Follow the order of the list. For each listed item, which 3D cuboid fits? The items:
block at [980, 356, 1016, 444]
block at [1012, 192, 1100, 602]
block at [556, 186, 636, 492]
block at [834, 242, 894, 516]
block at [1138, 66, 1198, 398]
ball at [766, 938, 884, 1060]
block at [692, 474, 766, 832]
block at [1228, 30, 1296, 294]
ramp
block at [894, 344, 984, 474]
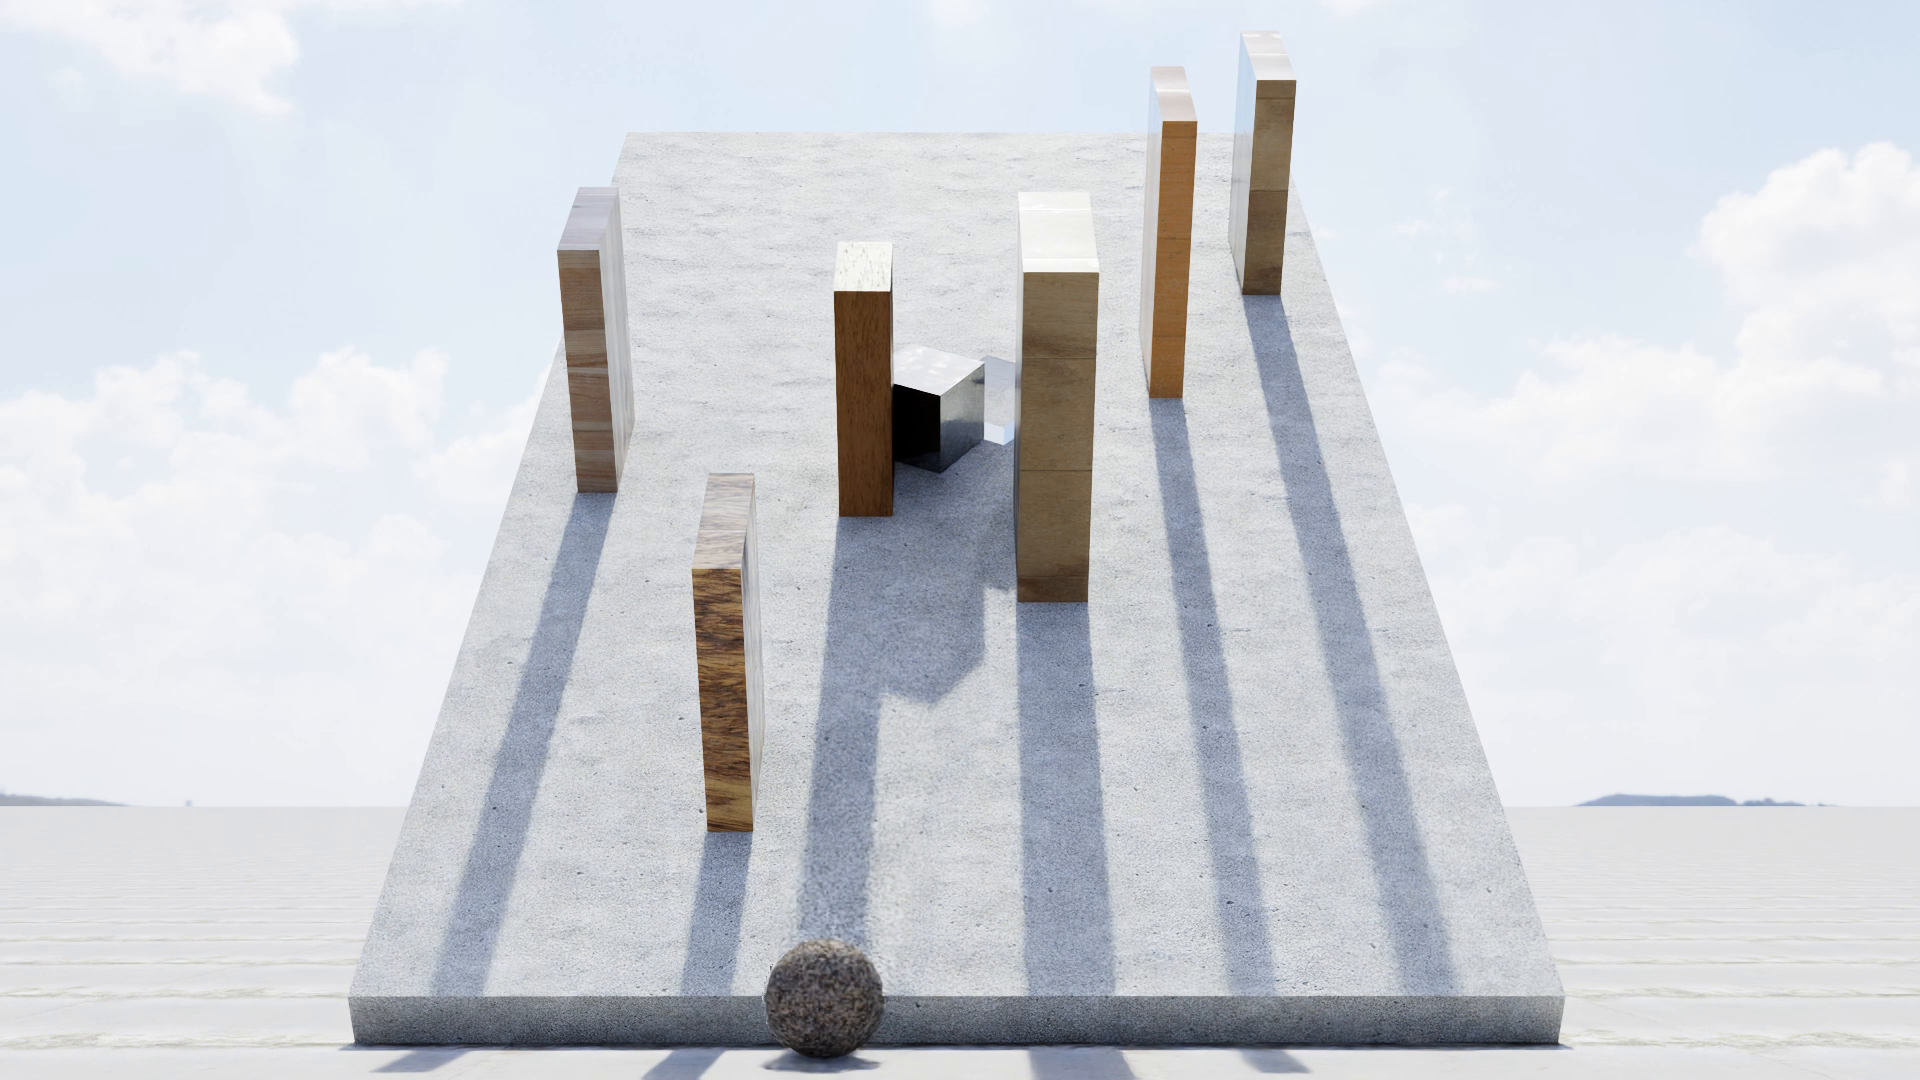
[{"bbox_3d":[0.084,-0.331,5.693,0.140,0.140,0.140,19,35,29],"label":"block"},{"bbox_3d":[0.194,-0.296,5.028,0.147,0.747,0.410,0,30,0],"label":"block"},{"bbox_3d":[-0.815,-0.452,5.446,0.090,0.591,0.359,0,30,0],"label":"block"},{"bbox_3d":[-0.208,-0.353,5.325,0.118,0.545,0.261,0,30,0],"label":"block"},{"bbox_3d":[0.500,-0.744,5.847,0.081,0.705,0.378,0,30,0],"label":"block"},{"bbox_3d":[-0.211,0.716,3.772,0.185,0.185,0.185,0,-6,0],"label":"ball"},{"bbox_3d":[-0.413,0.202,4.357,0.083,0.551,0.338,0,30,0],"label":"block"},{"bbox_3d":[0.797,-1.002,6.407,0.101,0.592,0.392,0,30,0],"label":"block"},{"bbox_3d":[-0.013,-0.209,5.722,2.000,0.100,4.000,0,30,0],"label":"ramp"},{"bbox_3d":[-0.080,-0.306,5.589,0.200,0.200,0.200,16,34,26],"label":"block"}]
